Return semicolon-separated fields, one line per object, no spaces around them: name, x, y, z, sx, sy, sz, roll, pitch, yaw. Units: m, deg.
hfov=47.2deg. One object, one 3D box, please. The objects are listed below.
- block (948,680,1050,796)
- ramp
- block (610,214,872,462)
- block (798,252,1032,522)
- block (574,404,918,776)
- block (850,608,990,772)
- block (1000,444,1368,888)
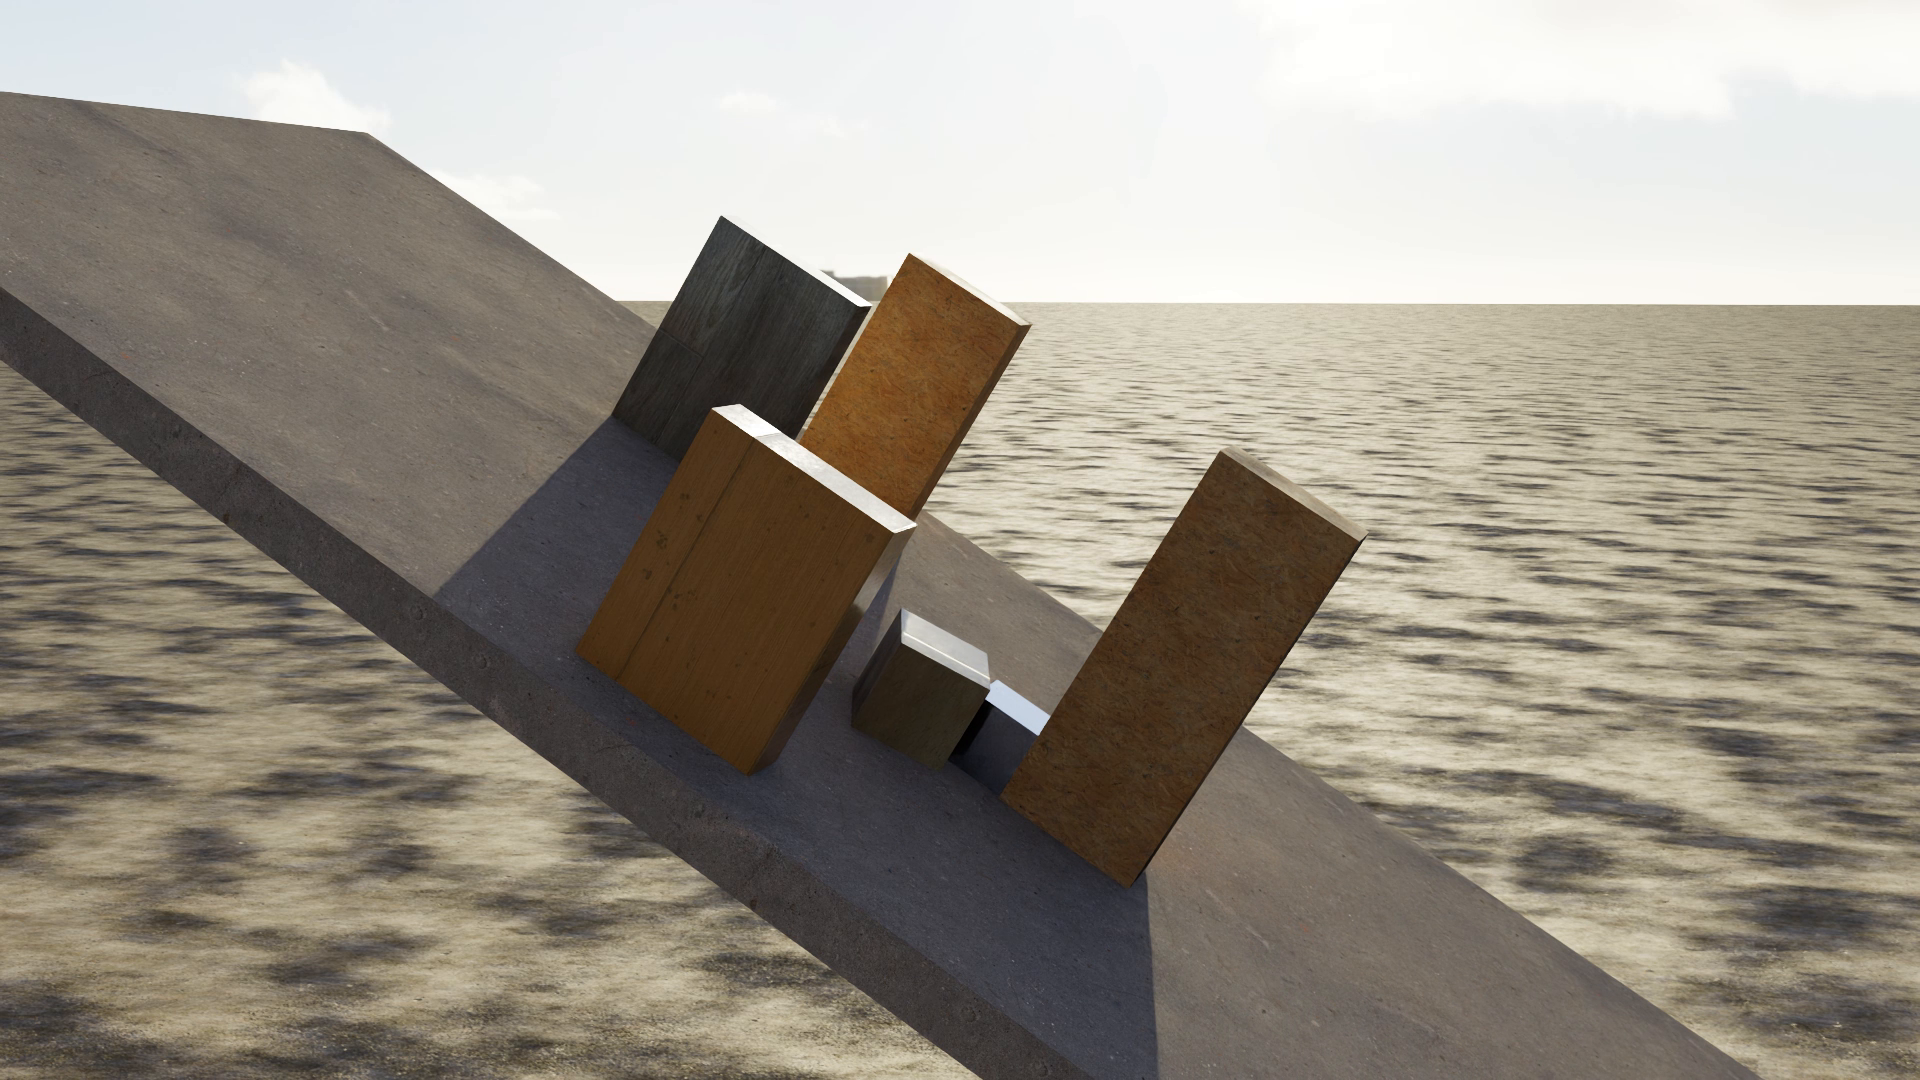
block;0.067;0.342;3.812;0.129;0.129;0.129;34;15;11
ramp;-0.154;0.254;4.113;4.000;0.100;2.000;34;15;11
block;-0.441;-0.360;4.414;0.339;0.471;0.081;34;15;11
block;-0.112;-0.316;4.784;0.292;0.541;0.097;34;15;11
block;-0.324;0.074;3.303;0.333;0.439;0.107;34;15;11
block;-0.068;0.254;3.749;0.171;0.171;0.171;29;15;-10
block;0.372;0.213;3.695;0.267;0.708;0.137;34;15;11
